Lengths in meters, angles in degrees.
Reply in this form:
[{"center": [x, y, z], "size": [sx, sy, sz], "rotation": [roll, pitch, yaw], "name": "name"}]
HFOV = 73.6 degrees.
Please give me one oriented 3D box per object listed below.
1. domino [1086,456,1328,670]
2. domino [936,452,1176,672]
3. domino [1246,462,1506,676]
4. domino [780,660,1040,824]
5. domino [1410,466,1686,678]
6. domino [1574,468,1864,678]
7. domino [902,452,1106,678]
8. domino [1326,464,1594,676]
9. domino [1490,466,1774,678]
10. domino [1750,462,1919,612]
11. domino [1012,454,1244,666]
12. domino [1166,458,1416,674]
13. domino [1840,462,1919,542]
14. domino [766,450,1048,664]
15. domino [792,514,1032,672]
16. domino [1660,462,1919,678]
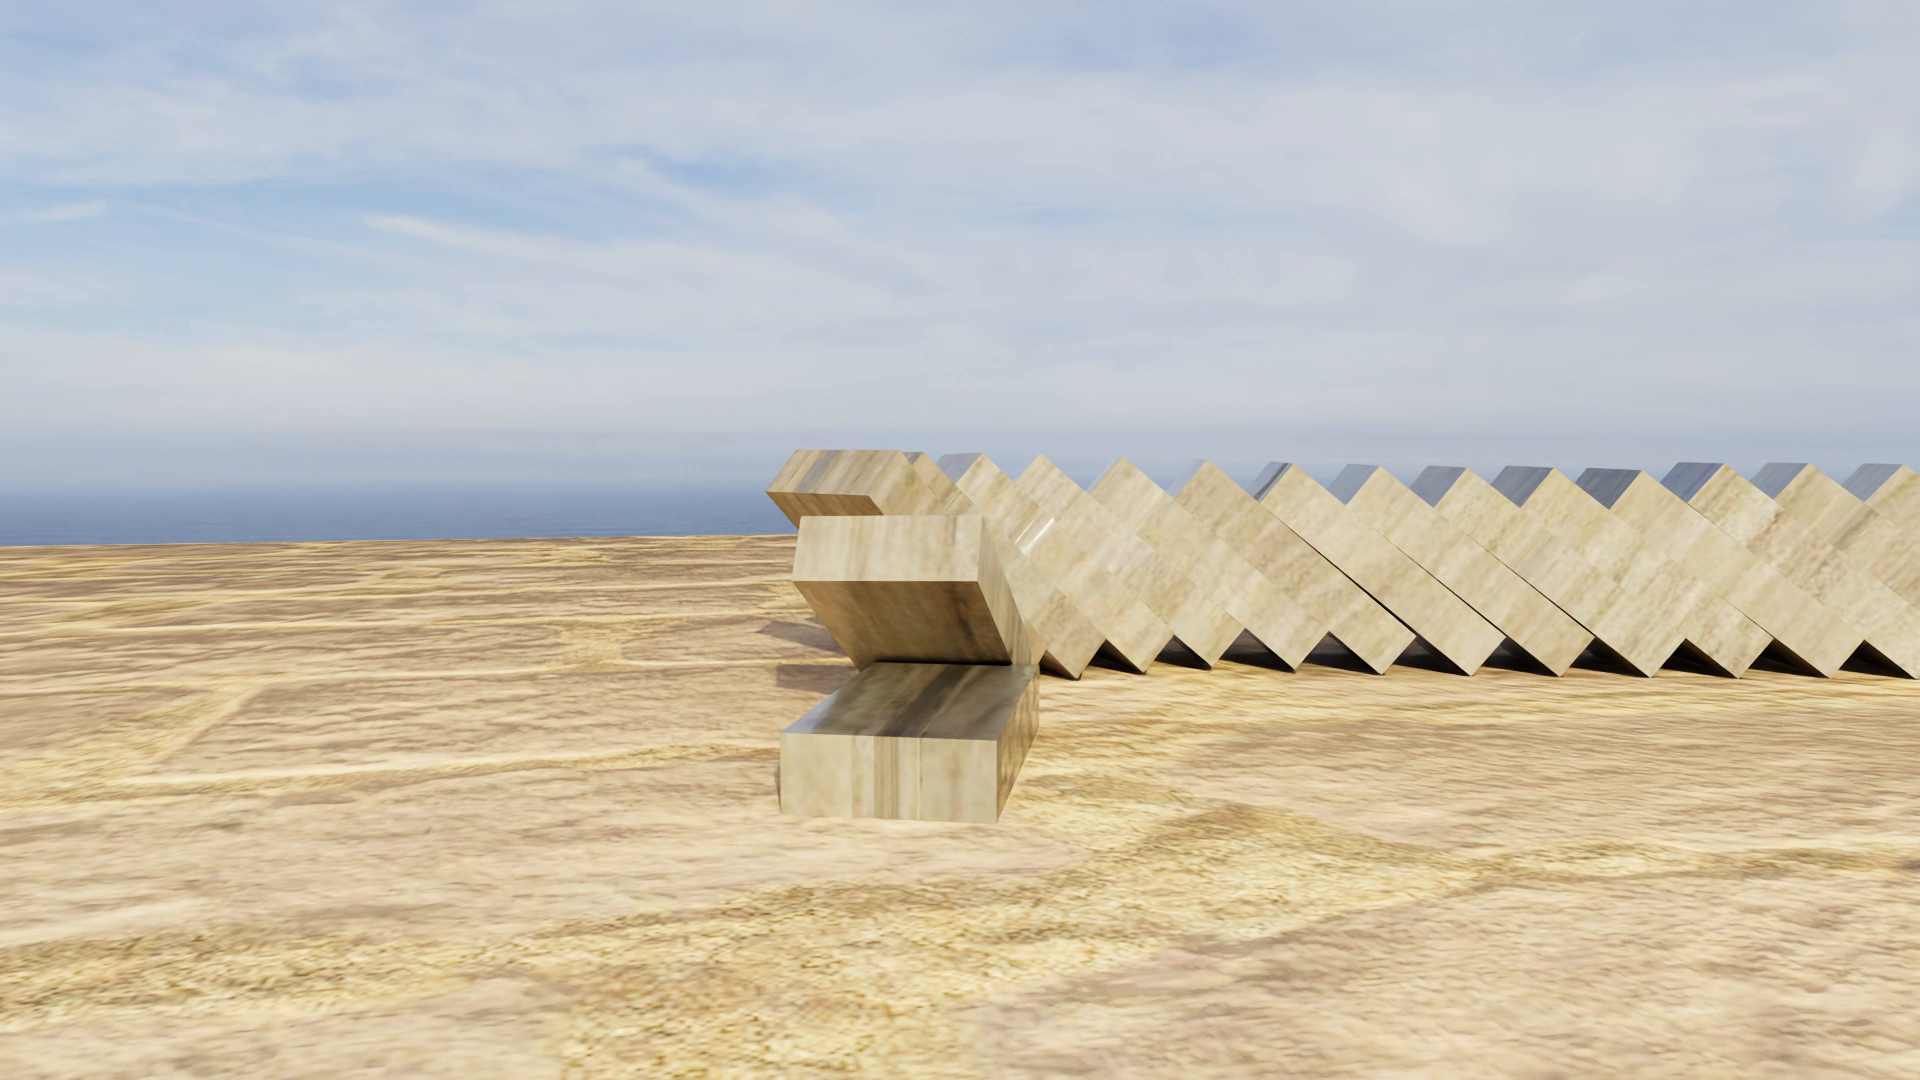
[{"center": [0.047, 0.004, 0.250], "size": [0.050, 0.010, 0.025], "rotation": [40, 4, 1], "name": "domino"}, {"center": [0.015, 0.004, 0.242], "size": [0.050, 0.010, 0.025], "rotation": [42, -9, -14], "name": "domino"}, {"center": [0.078, 0.005, 0.247], "size": [0.050, 0.010, 0.025], "rotation": [39, 6, 0], "name": "domino"}, {"center": [-0.004, 0.025, 0.170], "size": [0.025, 0.010, 0.050], "rotation": [1, 4, 9], "name": "domino"}, {"center": [0.110, 0.005, 0.246], "size": [0.050, 0.009, 0.025], "rotation": [38, 6, 1], "name": "domino"}, {"center": [0.142, 0.005, 0.245], "size": [0.050, 0.010, 0.025], "rotation": [37, 6, 1], "name": "domino"}, {"center": [0.002, 0.004, 0.233], "size": [0.050, 0.010, 0.025], "rotation": [45, -17, -23], "name": "domino"}, {"center": [0.094, 0.005, 0.247], "size": [0.050, 0.009, 0.025], "rotation": [39, 6, 0], "name": "domino"}, {"center": [0.125, 0.005, 0.245], "size": [0.050, 0.009, 0.025], "rotation": [38, 6, 1], "name": "domino"}, {"center": [0.175, 0.005, 0.244], "size": [0.050, 0.010, 0.025], "rotation": [41, 14, 11], "name": "domino"}, {"center": [0.031, 0.003, 0.251], "size": [0.050, 0.010, 0.025], "rotation": [40, 1, -1], "name": "domino"}, {"center": [0.062, 0.004, 0.248], "size": [0.050, 0.010, 0.025], "rotation": [40, 6, 0], "name": "domino"}, {"center": [0.191, 0.005, 0.239], "size": [0.050, 0.009, 0.025], "rotation": [42, 17, 14], "name": "domino"}, {"center": [-0.008, 0.005, 0.218], "size": [0.025, 0.009, 0.050], "rotation": [4, -38, 43], "name": "domino"}, {"center": [-0.005, 0.012, 0.191], "size": [0.025, 0.009, 0.050], "rotation": [0, -25, 11], "name": "domino"}, {"center": [0.159, 0.005, 0.246], "size": [0.050, 0.010, 0.025], "rotation": [40, 11, 7], "name": "domino"}]
